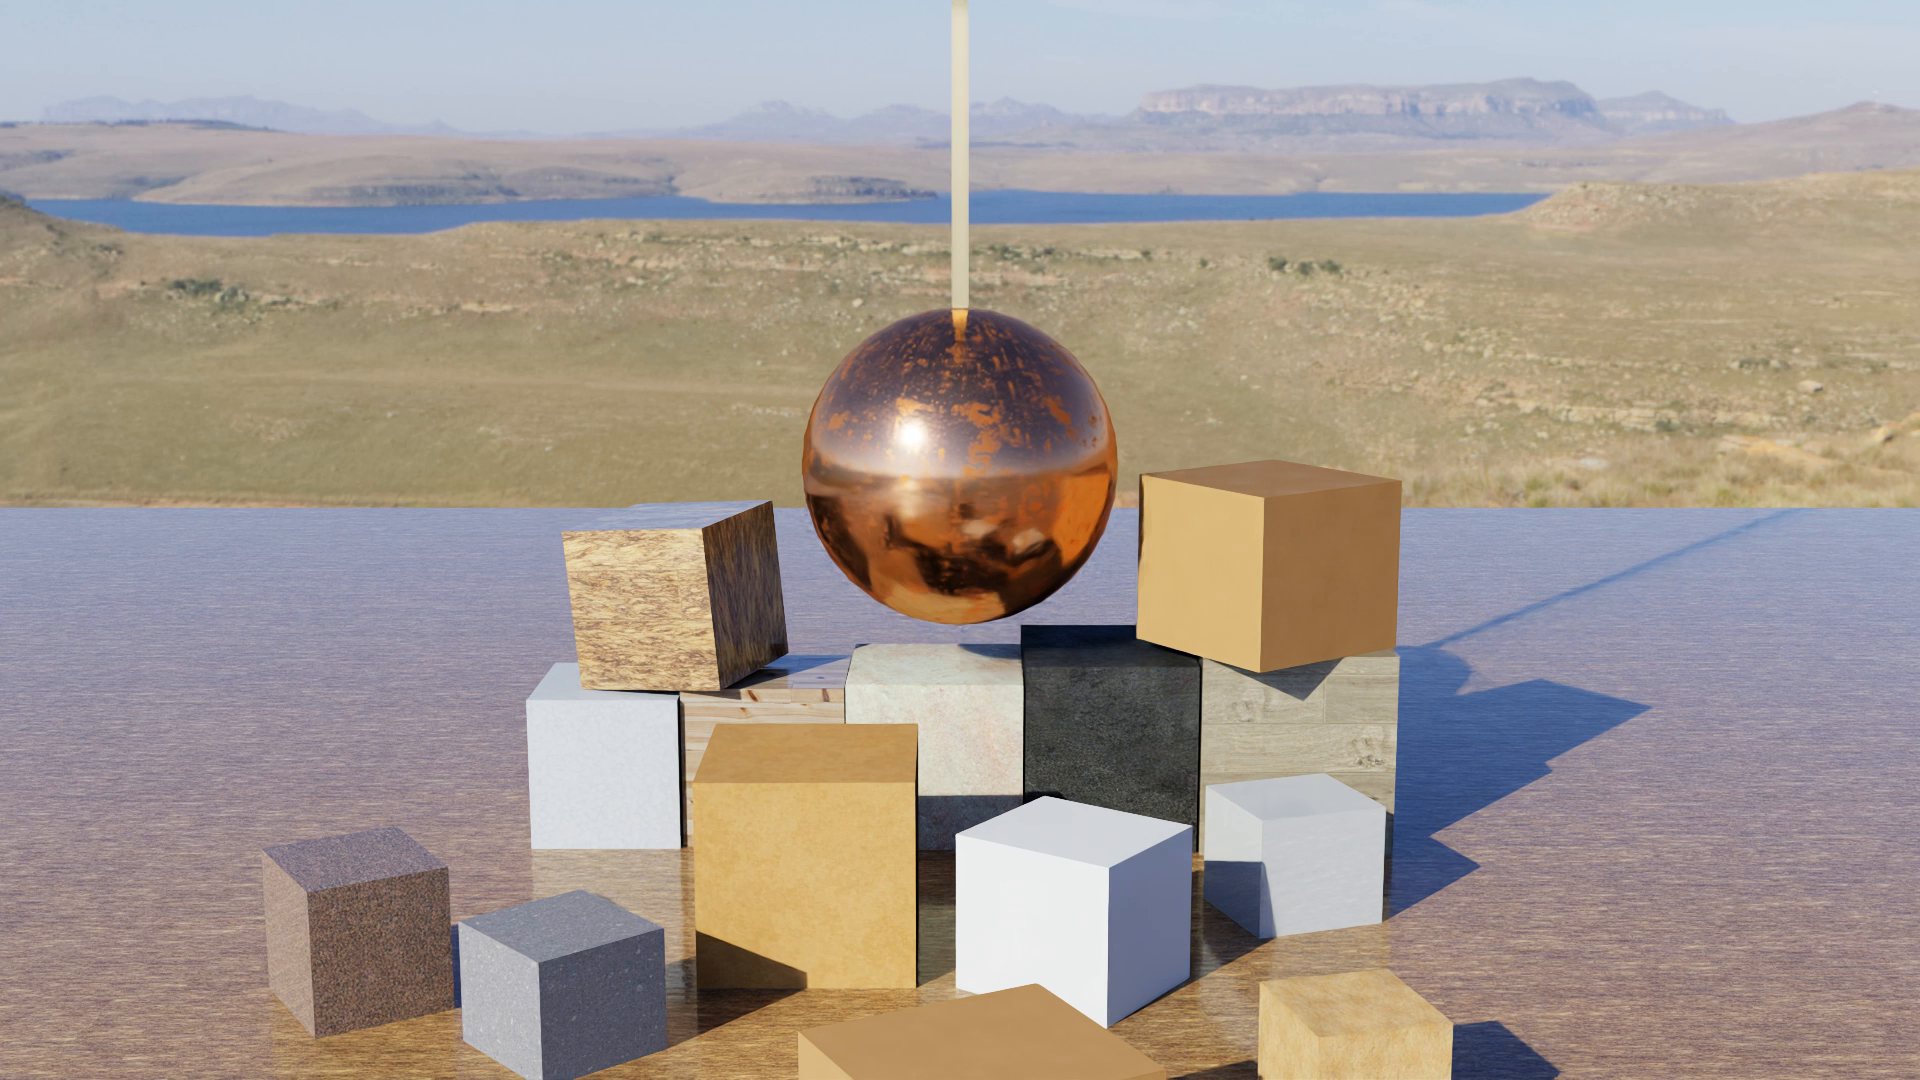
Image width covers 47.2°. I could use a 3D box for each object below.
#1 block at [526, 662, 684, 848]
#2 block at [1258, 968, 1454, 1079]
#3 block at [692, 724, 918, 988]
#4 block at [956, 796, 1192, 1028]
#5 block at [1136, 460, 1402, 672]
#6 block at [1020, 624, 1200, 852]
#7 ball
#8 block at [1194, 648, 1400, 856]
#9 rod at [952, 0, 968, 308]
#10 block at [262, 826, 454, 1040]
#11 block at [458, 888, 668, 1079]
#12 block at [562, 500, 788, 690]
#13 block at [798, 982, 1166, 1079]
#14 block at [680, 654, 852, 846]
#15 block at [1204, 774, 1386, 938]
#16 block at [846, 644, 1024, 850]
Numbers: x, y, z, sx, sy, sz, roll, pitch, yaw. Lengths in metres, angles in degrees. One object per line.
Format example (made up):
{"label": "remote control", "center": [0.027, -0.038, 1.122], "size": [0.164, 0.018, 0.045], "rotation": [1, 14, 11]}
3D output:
{"label": "block", "center": [-1.777, 1.101, 11.363], "size": [0.747, 0.767, 0.799], "rotation": [0, 10, 0]}
{"label": "block", "center": [1.391, 1.880, 7.800], "size": [0.499, 0.510, 0.520], "rotation": [-3, 11, -14]}
{"label": "block", "center": [-0.647, 1.357, 9.607], "size": [0.918, 0.893, 0.940], "rotation": [0, 10, 0]}
{"label": "block", "center": [0.479, 1.539, 9.224], "size": [0.742, 0.672, 0.668], "rotation": [7, 13, 35]}
{"label": "block", "center": [1.536, 0.104, 10.988], "size": [0.920, 0.841, 0.906], "rotation": [-7, 13, -35]}
{"label": "block", "center": [0.752, 1.008, 11.365], "size": [0.855, 0.951, 0.961], "rotation": [0, 10, 0]}
{"label": "ball", "center": [0.000, -0.372, 11.101], "size": [1.600, 1.600, 1.600], "rotation": [0, 10, 0]}
{"label": "block", "center": [1.670, 0.981, 11.343], "size": [0.962, 1.012, 0.999], "rotation": [0, 10, 0]}
{"label": "rod", "center": [0.000, -3.718, 10.499], "size": [0.080, 5.200, 0.080], "rotation": [0, 10, 0]}
{"label": "block", "center": [-2.484, 1.601, 9.061], "size": [0.572, 0.609, 0.644], "rotation": [-7, 12, -32]}
{"label": "block", "center": [-1.554, 1.740, 8.602], "size": [0.558, 0.498, 0.600], "rotation": [-9, 14, -41]}
{"label": "block", "center": [-1.442, 0.274, 11.239], "size": [0.796, 0.814, 0.757], "rotation": [-1, 11, 23]}
{"label": "block", "center": [0.057, 1.936, 6.844], "size": [0.867, 0.741, 0.785], "rotation": [-5, 12, -27]}
{"label": "block", "center": [-0.985, 1.076, 11.370], "size": [0.816, 0.815, 0.740], "rotation": [0, 10, 0]}
{"label": "block", "center": [1.530, 1.441, 10.108], "size": [0.620, 0.548, 0.570], "rotation": [-4, 11, -19]}
{"label": "block", "center": [-0.122, 1.054, 11.385], "size": [0.879, 0.852, 0.899], "rotation": [0, 10, 1]}
